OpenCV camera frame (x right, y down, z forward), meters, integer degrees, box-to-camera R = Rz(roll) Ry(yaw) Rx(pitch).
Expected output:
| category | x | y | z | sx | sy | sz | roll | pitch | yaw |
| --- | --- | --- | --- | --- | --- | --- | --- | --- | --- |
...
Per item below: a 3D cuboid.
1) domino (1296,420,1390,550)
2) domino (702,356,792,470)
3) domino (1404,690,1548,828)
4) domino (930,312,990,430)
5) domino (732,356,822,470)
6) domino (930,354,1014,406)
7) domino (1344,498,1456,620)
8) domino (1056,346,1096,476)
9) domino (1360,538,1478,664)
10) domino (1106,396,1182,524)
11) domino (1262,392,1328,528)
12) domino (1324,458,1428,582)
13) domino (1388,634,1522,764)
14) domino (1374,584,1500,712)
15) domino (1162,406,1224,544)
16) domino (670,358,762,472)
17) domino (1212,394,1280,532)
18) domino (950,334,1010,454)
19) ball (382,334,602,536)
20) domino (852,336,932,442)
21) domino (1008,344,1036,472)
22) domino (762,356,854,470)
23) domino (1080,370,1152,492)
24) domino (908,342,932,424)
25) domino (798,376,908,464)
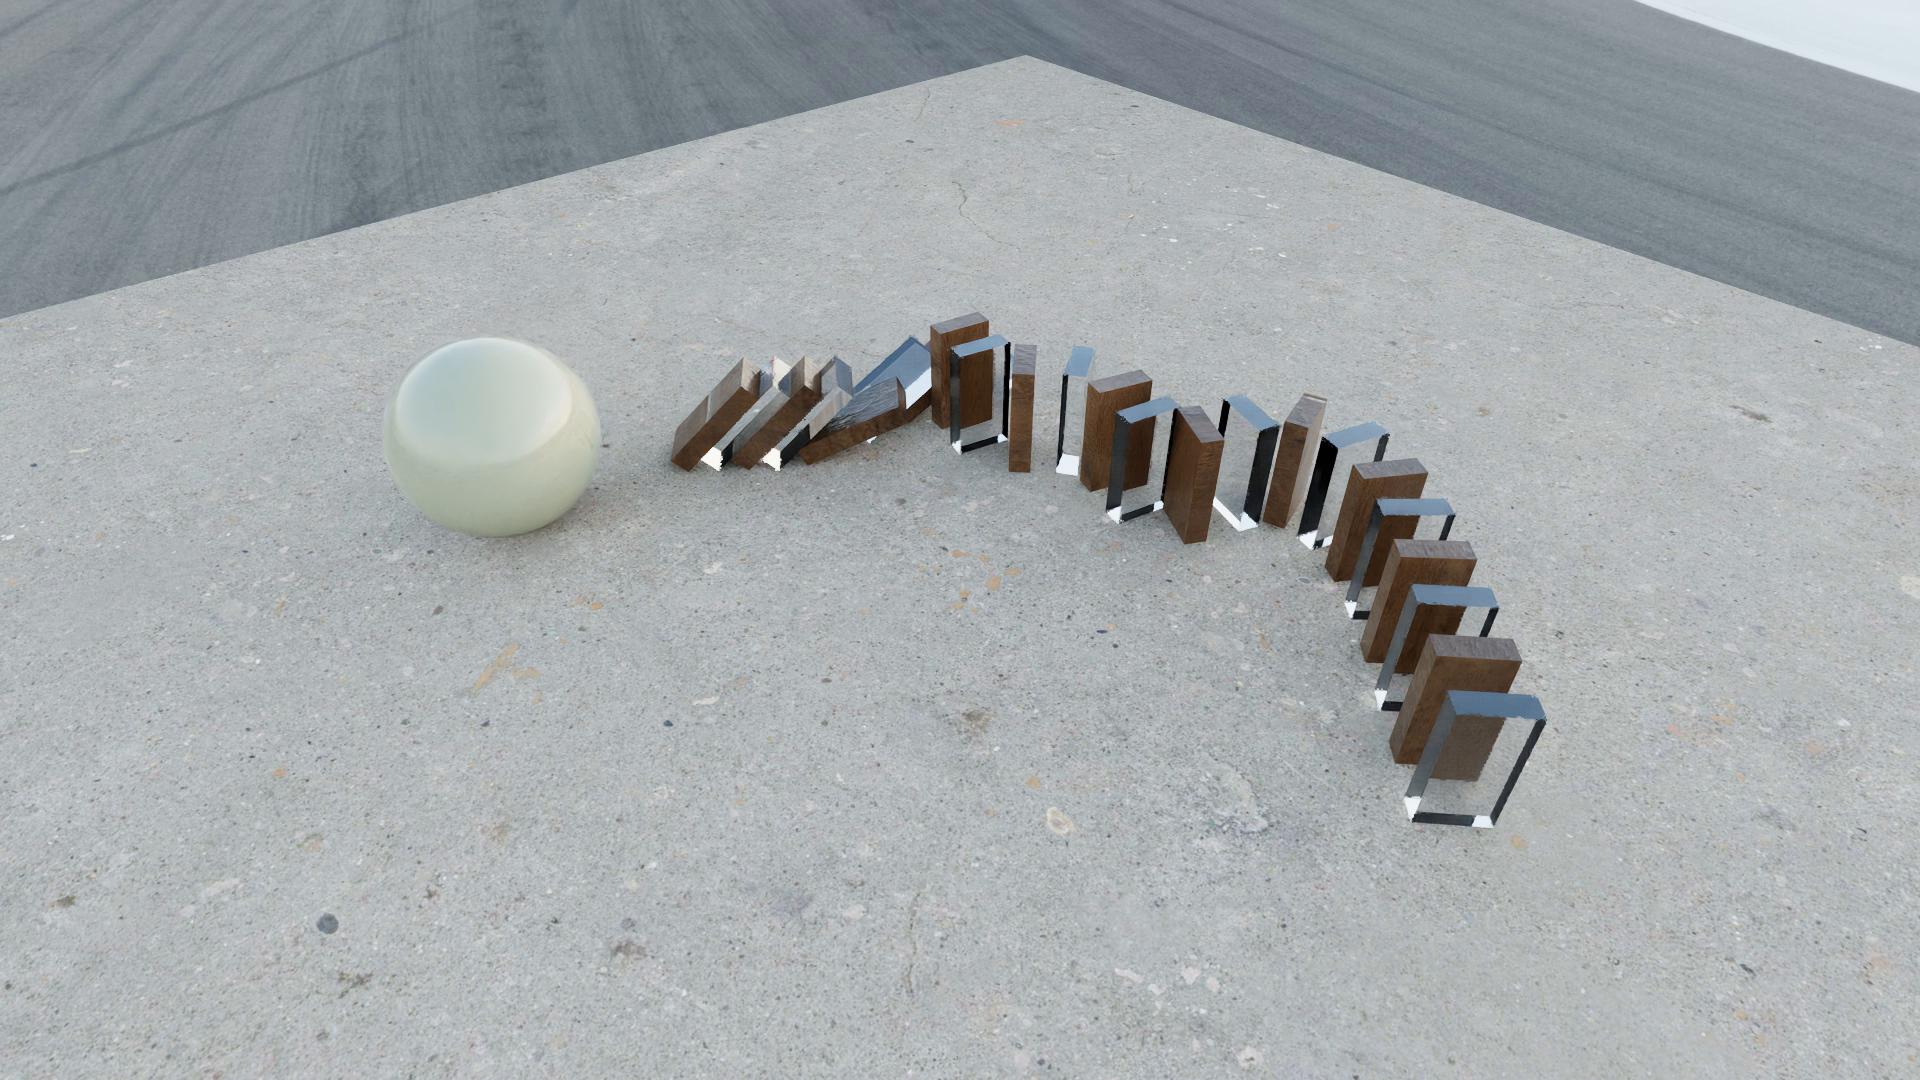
| category | x | y | z | sx | sy | sz | roll | pitch | yaw |
| --- | --- | --- | --- | --- | --- | --- | --- | --- | --- |
| domino | 0.152 | -0.021 | 0.437 | 0.025 | 0.050 | 0.010 | -16 | 42 | -19 |
| domino | -0.094 | -0.056 | 0.486 | 0.010 | 0.050 | 0.025 | 35 | 27 | -30 |
| domino | 0.154 | 0.066 | 0.330 | 0.025 | 0.050 | 0.009 | 3 | 39 | 4 |
| domino | 0.000 | -0.078 | 0.506 | 0.025 | 0.050 | 0.010 | -21 | 44 | -23 |
| domino | -0.081 | -0.056 | 0.486 | 0.009 | 0.050 | 0.025 | 35 | 27 | -30 |
| domino | 0.007 | -0.077 | 0.538 | 0.050 | 0.010 | 0.025 | -18 | 42 | -20 |
| domino | 0.160 | 0.008 | 0.402 | 0.025 | 0.050 | 0.010 | 0 | 39 | 0 |
| domino | 0.051 | -0.056 | 0.480 | 0.009 | 0.050 | 0.025 | 10 | 40 | 12 |
| domino | 0.159 | 0.022 | 0.384 | 0.025 | 0.050 | 0.010 | 2 | 39 | 2 |
| domino | 0.075 | -0.032 | 0.451 | 0.025 | 0.050 | 0.010 | -19 | 43 | -22 |
| domino | 0.137 | -0.032 | 0.451 | 0.010 | 0.050 | 0.025 | 21 | 44 | 24 |
| domino | 0.158 | -0.007 | 0.420 | 0.025 | 0.050 | 0.010 | -6 | 40 | -7 |
| domino | 0.156 | 0.052 | 0.348 | 0.025 | 0.050 | 0.009 | 3 | 39 | 4 |
| domino | 0.158 | 0.037 | 0.366 | 0.025 | 0.050 | 0.009 | 3 | 39 | 3 |
| domino | 0.093 | -0.026 | 0.443 | 0.009 | 0.050 | 0.025 | -8 | 40 | -10 |
| domino | -0.108 | -0.055 | 0.485 | 0.010 | 0.050 | 0.025 | 35 | 27 | -30 |
| domino | 0.115 | -0.031 | 0.450 | 0.009 | 0.050 | 0.025 | -15 | 42 | -17 |
| domino | 0.009 | -0.065 | 0.490 | 0.025 | 0.050 | 0.010 | -19 | 43 | -22 |
| ball | -0.185 | -0.041 | 0.438 | 0.080 | 0.080 | 0.080 | 0 | 39 | 0 |
| domino | -0.032 | -0.070 | 0.512 | 0.050 | 0.010 | 0.025 | -43 | 50 | -5 |
| domino | 0.027 | -0.057 | 0.481 | 0.010 | 0.050 | 0.025 | 3 | 39 | 4 |
| domino | -0.068 | -0.056 | 0.486 | 0.010 | 0.050 | 0.025 | 35 | 27 | -30 |
| domino | 0.066 | -0.046 | 0.468 | 0.025 | 0.050 | 0.009 | -16 | 42 | -18 |
| domino | -0.014 | -0.080 | 0.523 | 0.050 | 0.009 | 0.025 | -42 | 47 | -7 |
| domino | -0.048 | -0.054 | 0.493 | 0.050 | 0.010 | 0.025 | -21 | 39 | 12 |
